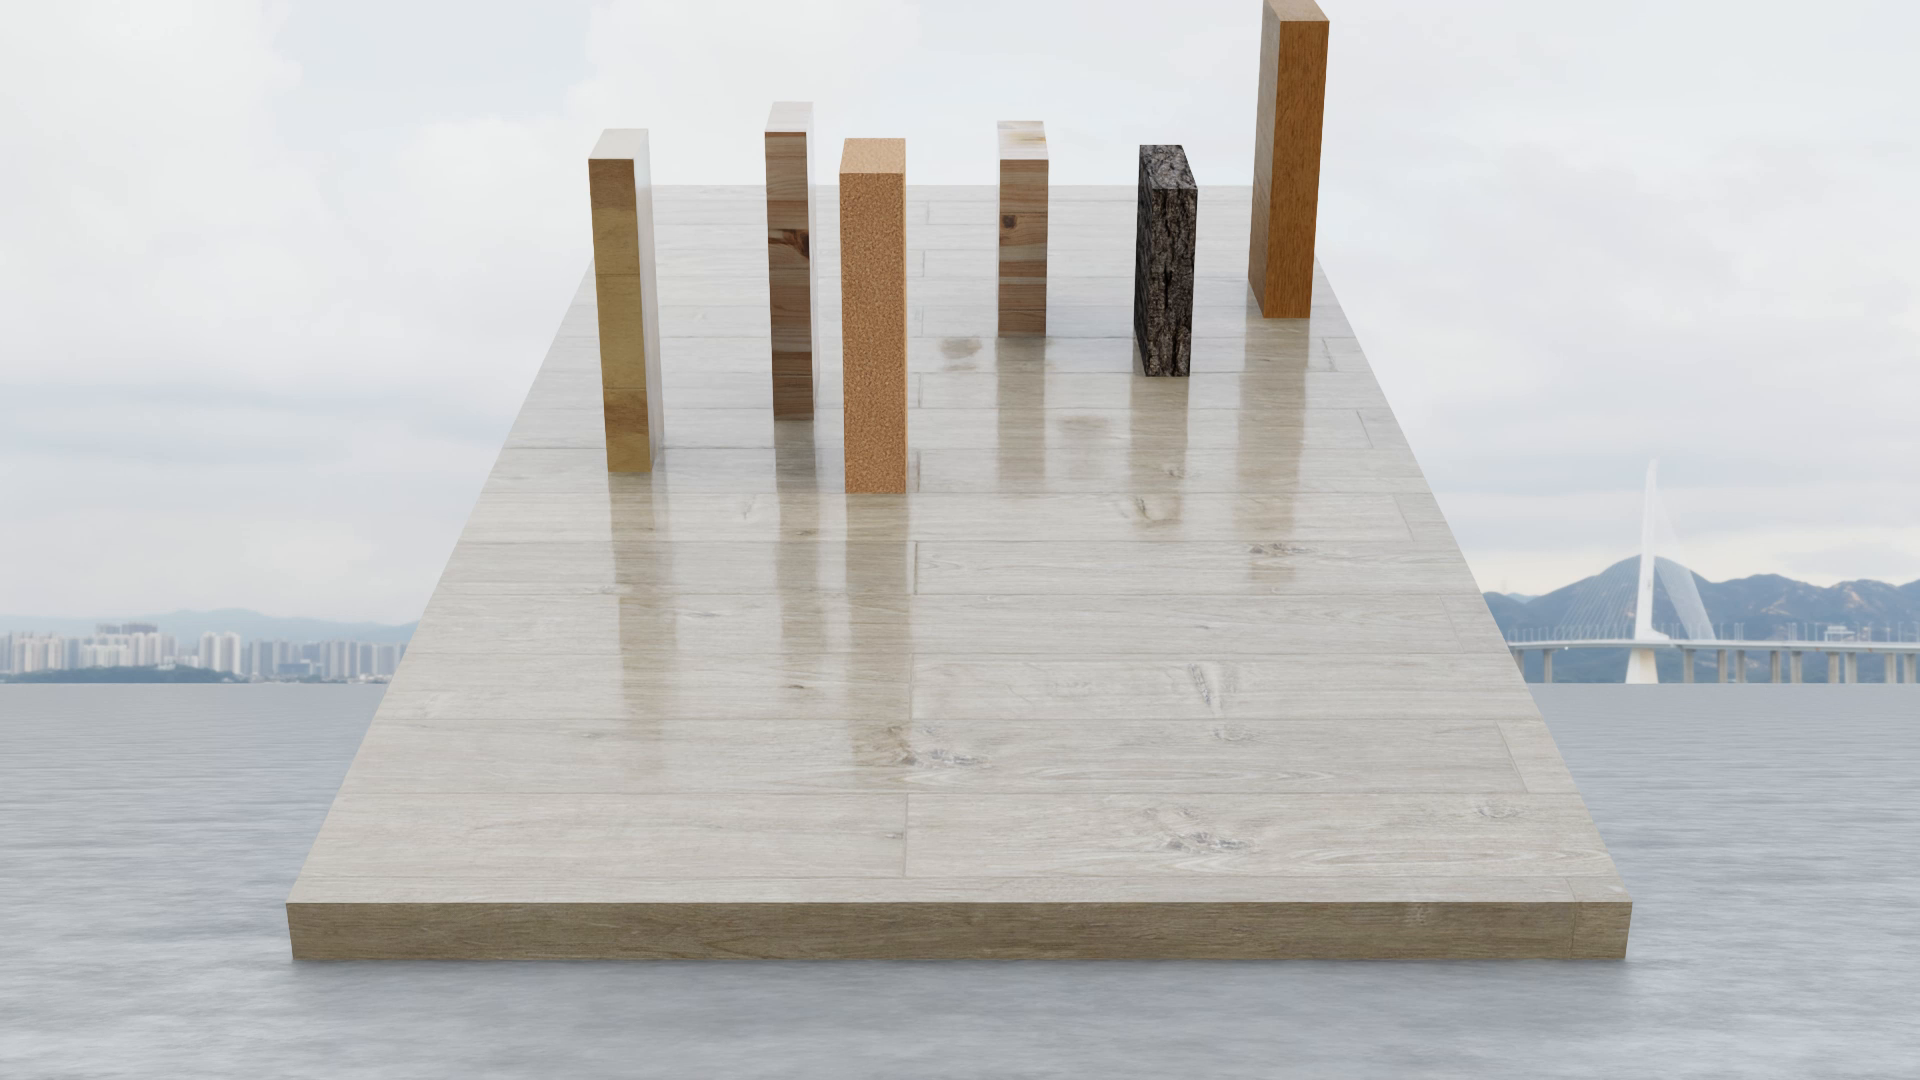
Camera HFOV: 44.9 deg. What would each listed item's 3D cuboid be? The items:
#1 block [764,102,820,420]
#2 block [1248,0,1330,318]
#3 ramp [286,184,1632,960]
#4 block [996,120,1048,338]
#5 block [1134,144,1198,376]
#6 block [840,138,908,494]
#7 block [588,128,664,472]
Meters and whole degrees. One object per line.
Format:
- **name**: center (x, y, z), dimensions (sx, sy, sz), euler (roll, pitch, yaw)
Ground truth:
- **block**: center (-0.377, -0.632, 5.266), dimensions (0.091, 0.664, 0.280), euler (0, 24, 0)
- **block**: center (0.836, -0.982, 5.948), dimensions (0.119, 0.756, 0.343), euler (0, 24, 0)
- **ramp**: center (-0.008, -0.228, 5.300), dimensions (2.000, 0.100, 4.000), euler (0, 24, 0)
- **block**: center (0.154, -0.792, 5.889), dimensions (0.119, 0.453, 0.388), euler (0, 24, 0)
- **block**: center (0.495, -0.682, 5.636), dimensions (0.104, 0.459, 0.409), euler (0, 24, 0)
- **block**: center (-0.177, -0.470, 4.873), dimensions (0.127, 0.687, 0.282), euler (0, 24, 0)
- **block**: center (-0.709, -0.510, 4.965), dimensions (0.093, 0.685, 0.252), euler (0, 24, 0)
